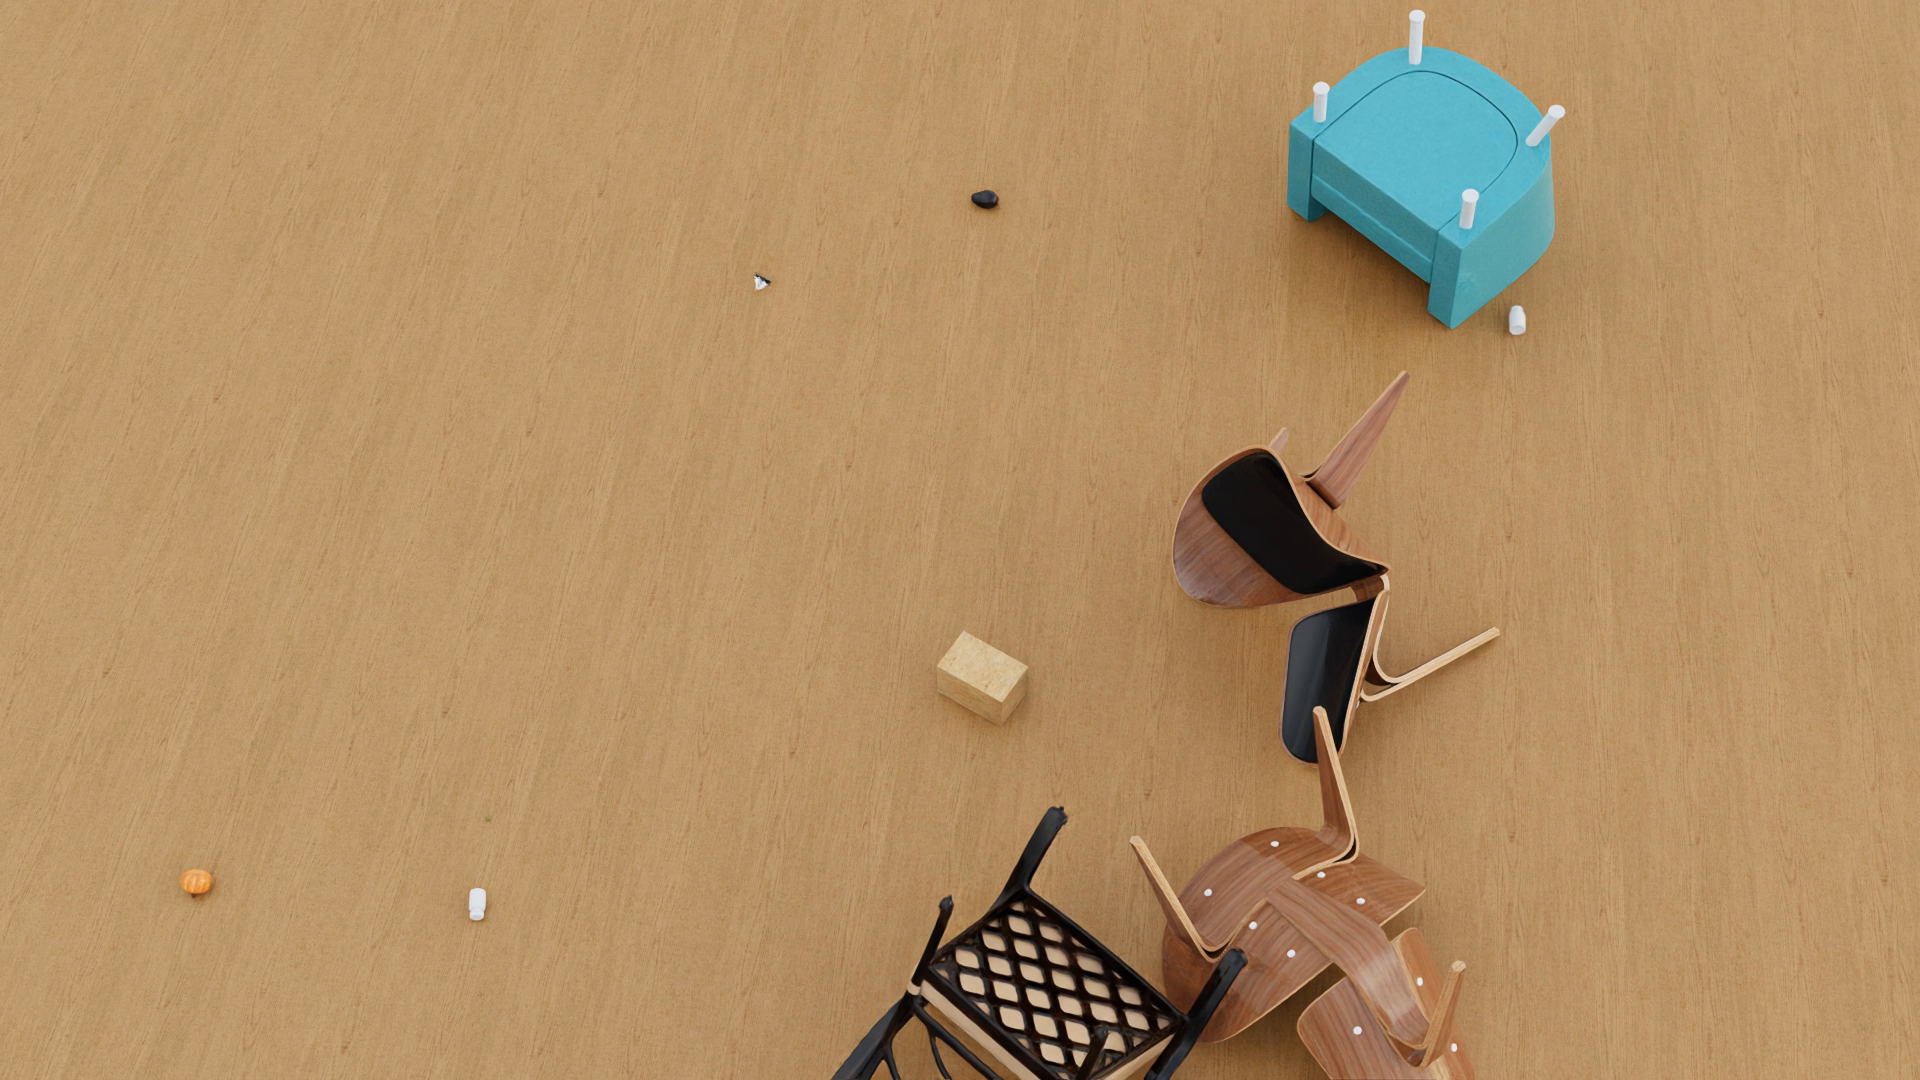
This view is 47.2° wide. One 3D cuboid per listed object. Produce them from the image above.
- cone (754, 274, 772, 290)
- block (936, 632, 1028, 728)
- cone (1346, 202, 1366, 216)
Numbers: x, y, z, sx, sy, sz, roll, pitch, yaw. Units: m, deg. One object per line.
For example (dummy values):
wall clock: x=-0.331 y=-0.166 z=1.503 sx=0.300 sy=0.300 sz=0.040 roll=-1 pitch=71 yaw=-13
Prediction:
cone: x=-0.647 y=-0.828 z=7.116 sx=0.068 sy=0.050 sz=0.047 roll=30 pitch=93 yaw=3
block: x=0.063 y=0.393 z=6.225 sx=0.216 sy=0.141 sz=0.138 roll=28 pitch=61 yaw=18
cone: x=1.318 y=-1.110 z=7.306 sx=0.062 sy=0.047 sz=0.063 roll=11 pitch=36 yaw=8
